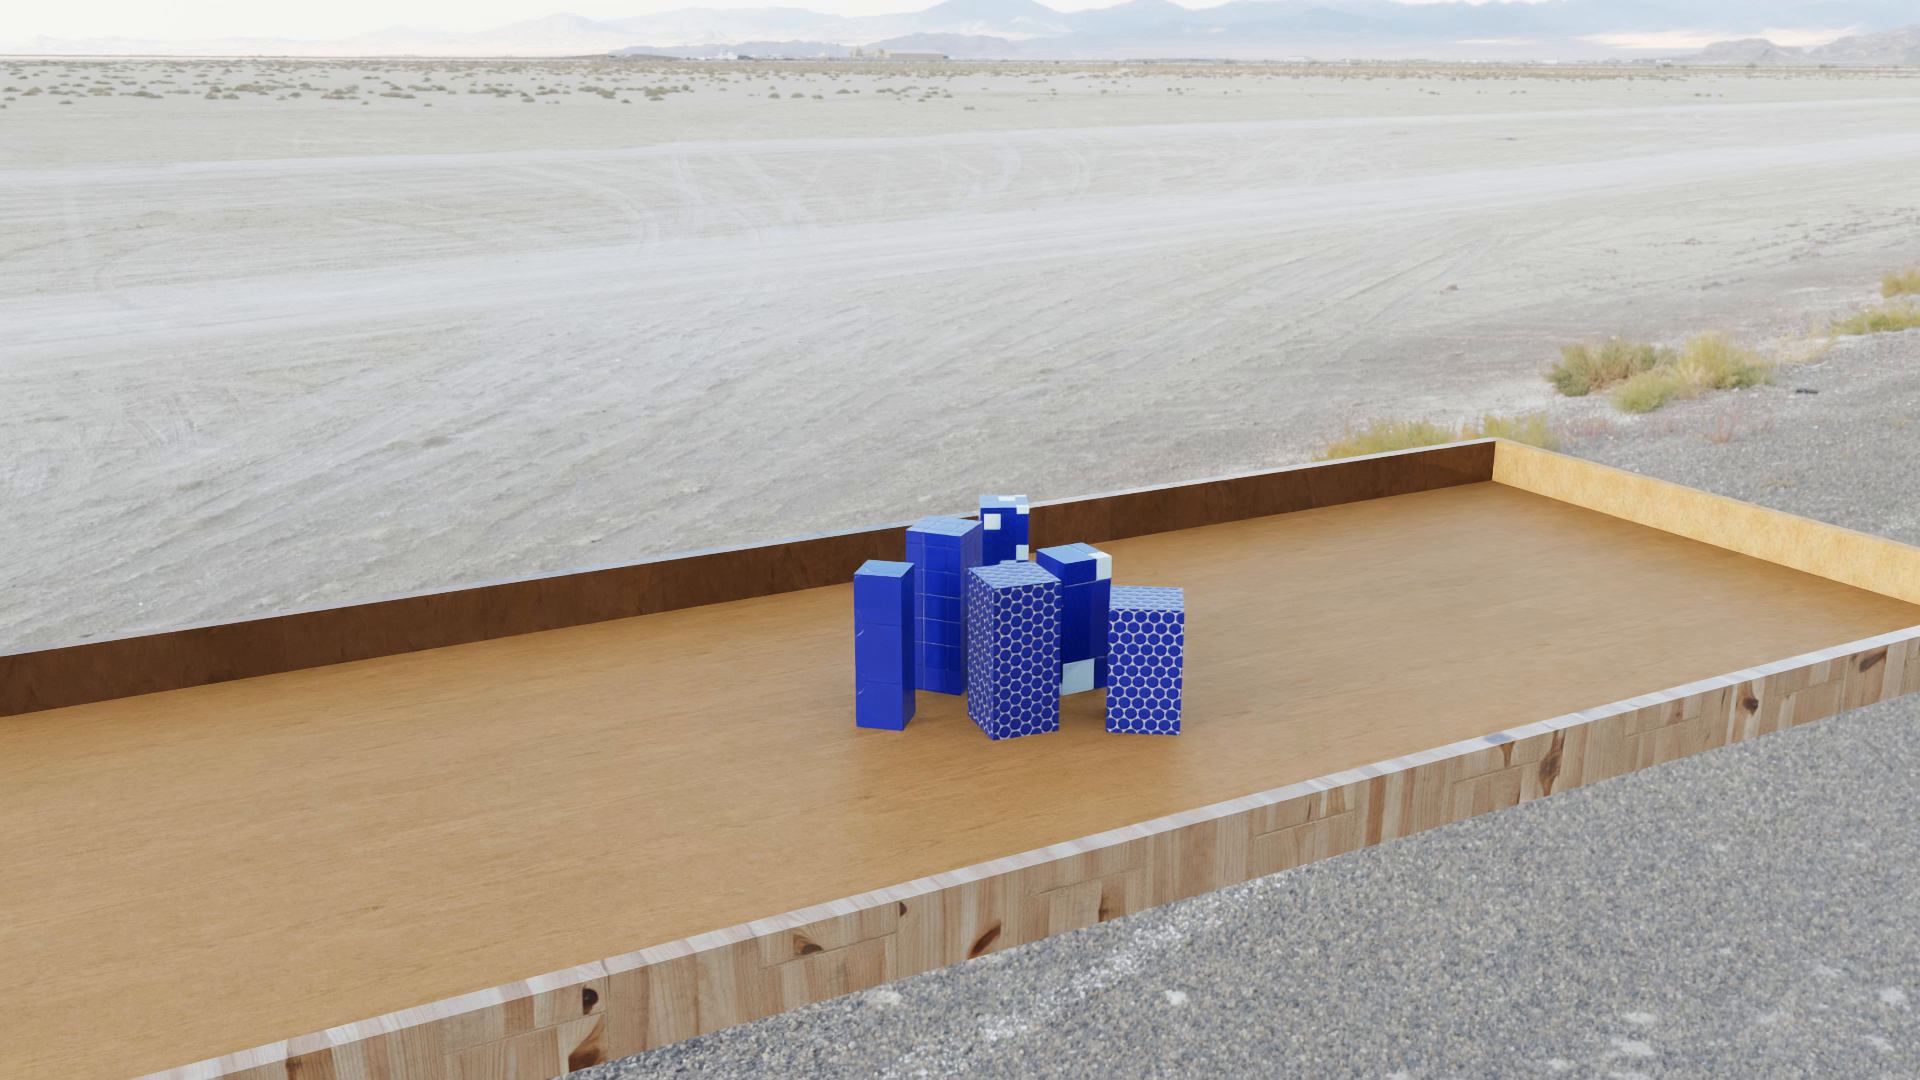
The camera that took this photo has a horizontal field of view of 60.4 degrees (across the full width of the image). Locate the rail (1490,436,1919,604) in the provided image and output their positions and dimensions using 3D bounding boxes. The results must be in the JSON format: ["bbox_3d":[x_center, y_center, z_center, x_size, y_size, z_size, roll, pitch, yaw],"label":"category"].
[{"bbox_3d":[2.466,-0.048,5.253,0.050,0.150,2.100,-9,18,-27],"label":"rail"}]

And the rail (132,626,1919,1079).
[{"bbox_3d":[-2.336,1.006,1.665,12.000,0.150,0.050,-9,18,-27],"label":"rail"}]

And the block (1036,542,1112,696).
[{"bbox_3d":[0.279,0.194,4.092,0.134,0.339,0.134,-9,18,-27],"label":"block"}]

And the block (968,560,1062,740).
[{"bbox_3d":[0.124,0.255,3.837,0.164,0.367,0.164,-6,17,-20],"label":"block"}]

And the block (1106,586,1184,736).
[{"bbox_3d":[0.433,0.280,3.864,0.170,0.303,0.170,2,16,6],"label":"block"}]

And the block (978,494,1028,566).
[{"bbox_3d":[0.113,0.092,4.332,0.124,0.401,0.124,0,16,-1],"label":"block"}]

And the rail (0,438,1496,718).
[{"bbox_3d":[-3.305,0.497,3.399,12.000,0.150,0.050,-9,18,-27],"label":"rail"}]

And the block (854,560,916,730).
[{"bbox_3d":[-0.175,0.246,3.853,0.113,0.376,0.113,4,17,13],"label":"block"}]

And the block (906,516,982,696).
[{"bbox_3d":[-0.037,0.161,4.083,0.143,0.408,0.143,7,18,22],"label":"block"}]
